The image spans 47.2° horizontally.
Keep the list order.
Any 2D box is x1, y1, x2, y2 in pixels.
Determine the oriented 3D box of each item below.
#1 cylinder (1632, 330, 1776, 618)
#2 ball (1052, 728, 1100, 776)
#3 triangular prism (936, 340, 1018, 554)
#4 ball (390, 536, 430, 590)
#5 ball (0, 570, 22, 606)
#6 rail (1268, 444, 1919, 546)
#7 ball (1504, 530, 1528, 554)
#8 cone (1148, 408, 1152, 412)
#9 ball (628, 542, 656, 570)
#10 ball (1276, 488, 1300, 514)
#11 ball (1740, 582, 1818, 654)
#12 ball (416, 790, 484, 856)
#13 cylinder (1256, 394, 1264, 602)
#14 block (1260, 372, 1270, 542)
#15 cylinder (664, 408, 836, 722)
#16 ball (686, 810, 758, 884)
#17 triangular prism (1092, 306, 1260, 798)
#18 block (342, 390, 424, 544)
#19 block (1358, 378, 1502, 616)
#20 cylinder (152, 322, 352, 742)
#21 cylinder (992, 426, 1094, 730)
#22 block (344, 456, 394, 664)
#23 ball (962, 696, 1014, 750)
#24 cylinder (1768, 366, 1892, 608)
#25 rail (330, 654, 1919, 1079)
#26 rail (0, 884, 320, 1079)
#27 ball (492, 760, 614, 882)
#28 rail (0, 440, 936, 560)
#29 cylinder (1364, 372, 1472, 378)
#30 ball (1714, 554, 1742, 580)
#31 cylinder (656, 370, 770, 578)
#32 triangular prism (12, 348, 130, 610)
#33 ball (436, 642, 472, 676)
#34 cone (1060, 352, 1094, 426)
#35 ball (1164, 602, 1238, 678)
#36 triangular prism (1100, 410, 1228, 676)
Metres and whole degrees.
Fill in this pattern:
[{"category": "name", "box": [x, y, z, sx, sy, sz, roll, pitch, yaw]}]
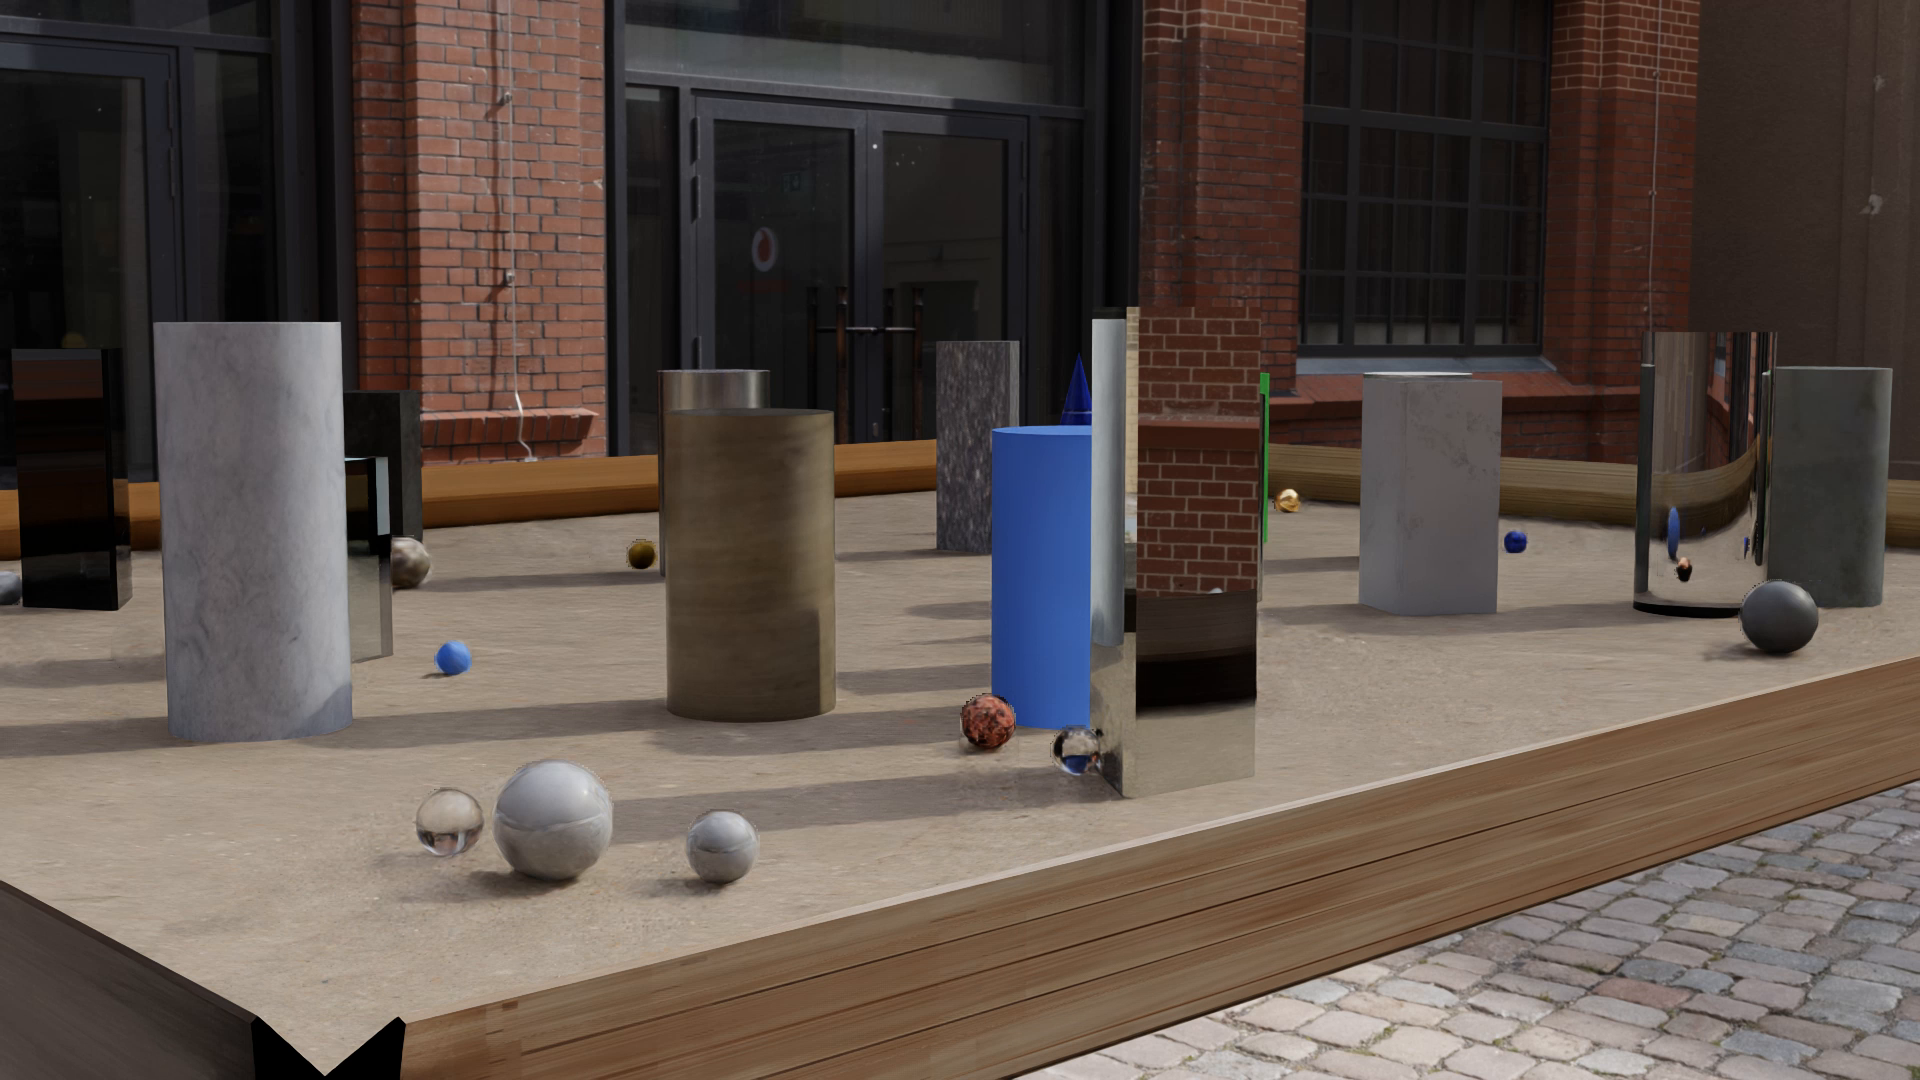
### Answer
[{"category": "cylinder", "box": [1.092, -0.101, 3.228, 0.188, 0.409, 0.188, 0, 6, 0]}, {"category": "ball", "box": [0.111, 0.202, 2.100, 0.046, 0.046, 0.046, 0, 6, 0]}, {"category": "triangular prism", "box": [0.064, -0.174, 4.048, 0.162, 0.383, 0.141, 5, 8, 37]}, {"category": "ball", "box": [-0.882, 0.036, 3.480, 0.084, 0.084, 0.084, 0, 6, 0]}, {"category": "ball", "box": [-1.425, 0.072, 3.281, 0.053, 0.053, 0.053, 0, 6, 0]}, {"category": "rail", "box": [1.323, -0.097, 4.546, 0.045, 0.122, 3.096, -6, 8, -42]}, {"category": "ball", "box": [1.005, 0.004, 3.978, 0.042, 0.042, 0.042, 0, 6, 0]}, {"category": "cone", "box": [0.261, -0.029, 3.027, 0.188, 0.309, 0.188, 0, 6, 0]}, {"category": "ball", "box": [-0.542, 0.027, 3.744, 0.047, 0.047, 0.047, 0, 6, 0]}, {"category": "ball", "box": [0.710, -0.085, 4.764, 0.054, 0.054, 0.054, 0, 6, 0]}, {"category": "ball", "box": [1.055, 0.100, 2.832, 0.094, 0.094, 0.094, 0, 6, 0]}, {"category": "ball", "box": [-0.415, 0.230, 1.788, 0.055, 0.055, 0.055, 0, 6, 0]}, {"category": "cylinder", "box": [0.369, -0.066, 3.354, 0.188, 0.313, 0.188, 0, 6, 0]}, {"category": "block", "box": [0.479, -0.157, 4.183, 0.150, 0.321, 0.150, -4, 7, -35]}, {"category": "cylinder", "box": [-0.233, 0.023, 2.441, 0.188, 0.329, 0.188, 0, 6, 0]}, {"category": "ball", "box": [-0.184, 0.238, 1.704, 0.056, 0.056, 0.056, 0, 6, 0]}, {"category": "triangular prism", "box": [0.173, 0.003, 2.081, 0.162, 0.445, 0.141, -5, 8, -38]}, {"category": "block", "box": [-1.092, -0.131, 4.078, 0.150, 0.290, 0.150, 0, 6, 0]}, {"category": "block", "box": [0.693, -0.067, 3.250, 0.150, 0.338, 0.150, -2, 6, -14]}, {"category": "cylinder", "box": [-0.746, -0.015, 2.327, 0.188, 0.428, 0.188, 0, 6, 0]}, {"category": "cylinder", "box": [0.128, 0.036, 2.400, 0.188, 0.312, 0.188, 0, 6, 0]}, {"category": "block", "box": [-0.827, 0.025, 2.771, 0.150, 0.255, 0.150, 3, 7, 25]}, {"category": "ball", "box": [0.029, 0.185, 2.223, 0.053, 0.053, 0.053, 0, 6, 0]}, {"category": "cylinder", "box": [1.306, -0.084, 3.338, 0.188, 0.353, 0.188, 0, 6, 0]}, {"category": "rail", "box": [1.034, 0.150, 2.218, 3.647, 0.122, 0.045, -6, 8, -42]}, {"category": "rail", "box": [-1.323, 0.160, 2.119, 0.045, 0.122, 3.096, -6, 8, -42]}, {"category": "ball", "box": [-0.317, 0.219, 1.711, 0.093, 0.093, 0.093, 0, 6, 0]}, {"category": "rail", "box": [-1.034, -0.086, 4.446, 3.647, 0.122, 0.045, -6, 8, -42]}, {"category": "cylinder", "box": [0.802, -0.128, 3.867, 0.188, 0.329, 0.188, 0, 6, 0]}, {"category": "ball", "box": [1.260, 0.044, 3.607, 0.041, 0.041, 0.041, 0, 6, 0]}, {"category": "cylinder", "box": [-0.409, -0.112, 3.670, 0.188, 0.339, 0.188, 0, 6, 0]}, {"category": "triangular prism", "box": [-1.300, -0.096, 3.306, 0.162, 0.383, 0.141, 2, 6, 17]}, {"category": "ball", "box": [-0.614, 0.144, 2.670, 0.041, 0.041, 0.041, 0, 6, 0]}, {"category": "cone", "box": [0.238, -0.201, 4.430, 0.188, 0.356, 0.188, 0, 6, 0]}, {"category": "ball", "box": [0.286, 0.120, 2.632, 0.092, 0.092, 0.092, 0, 6, 0]}, {"category": "triangular prism", "box": [0.235, -0.003, 2.758, 0.141, 0.314, 0.162, 4, 7, 33]}]
